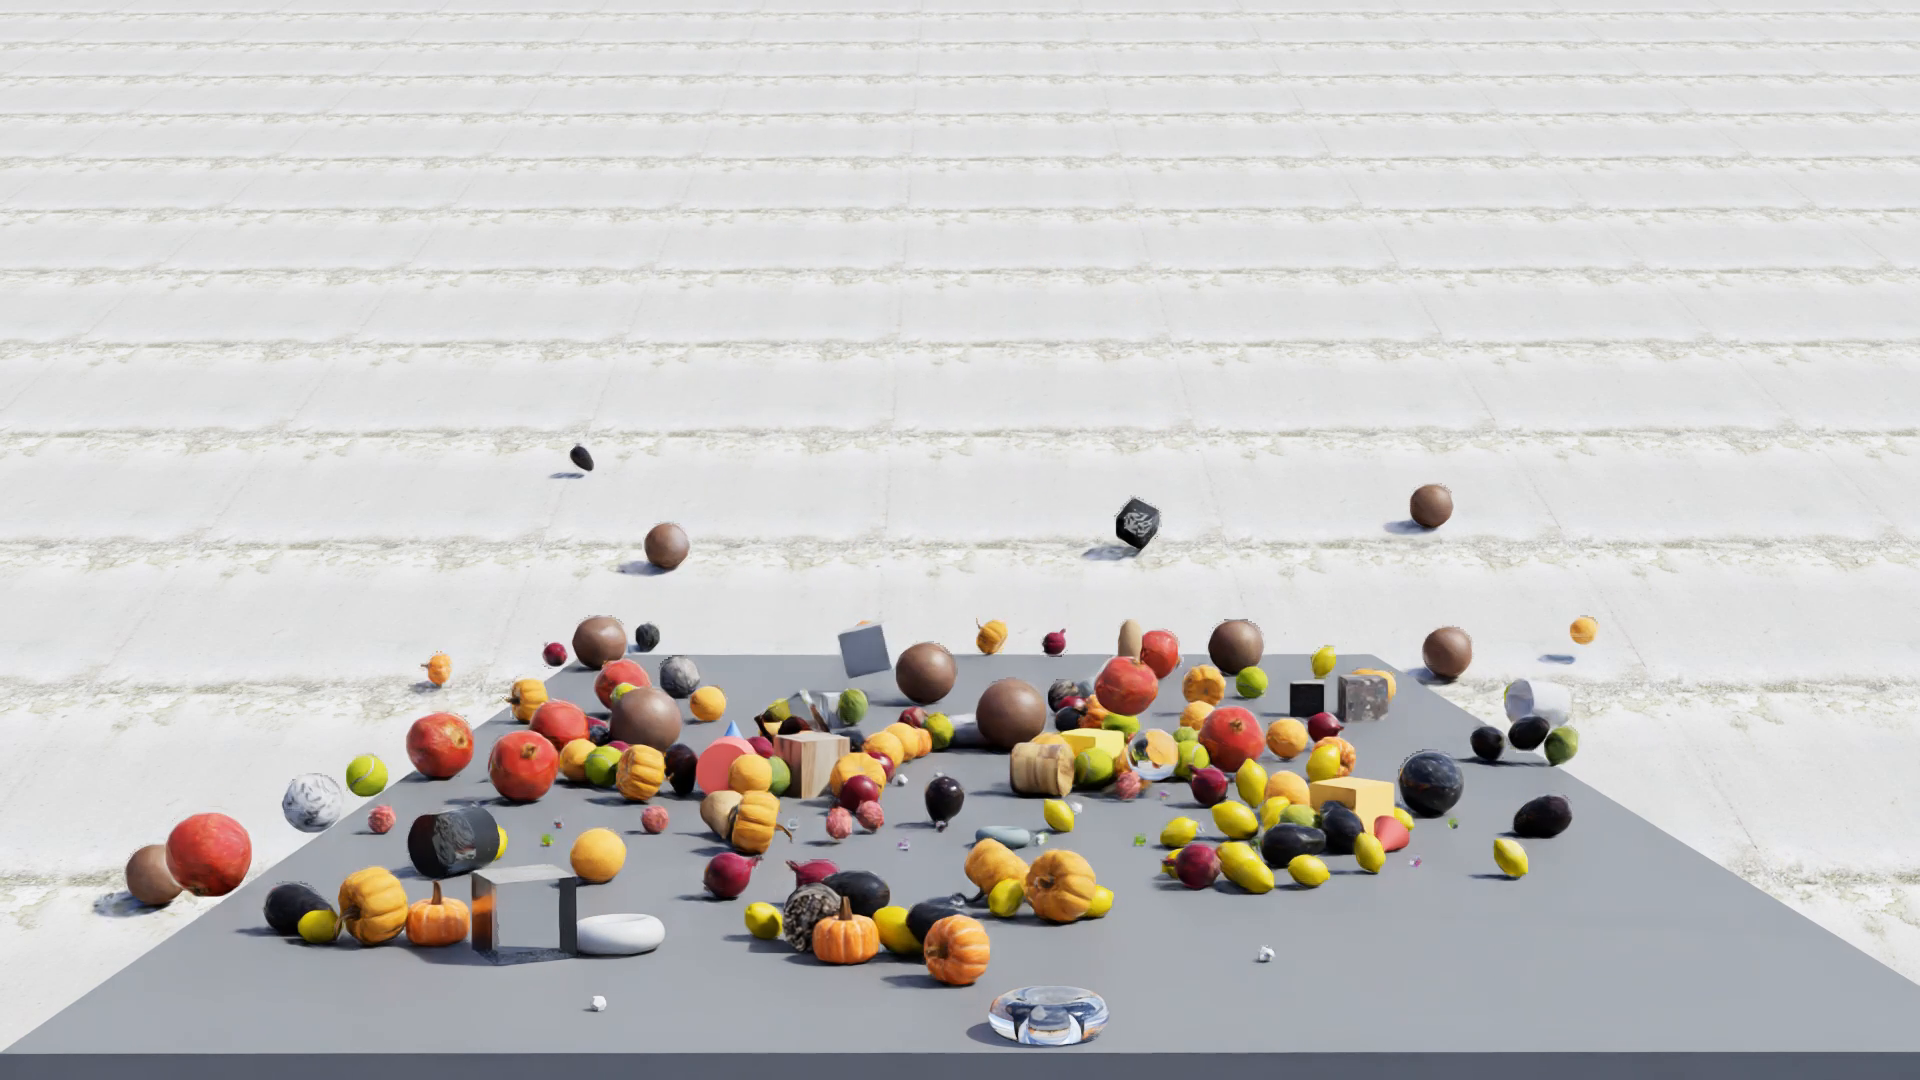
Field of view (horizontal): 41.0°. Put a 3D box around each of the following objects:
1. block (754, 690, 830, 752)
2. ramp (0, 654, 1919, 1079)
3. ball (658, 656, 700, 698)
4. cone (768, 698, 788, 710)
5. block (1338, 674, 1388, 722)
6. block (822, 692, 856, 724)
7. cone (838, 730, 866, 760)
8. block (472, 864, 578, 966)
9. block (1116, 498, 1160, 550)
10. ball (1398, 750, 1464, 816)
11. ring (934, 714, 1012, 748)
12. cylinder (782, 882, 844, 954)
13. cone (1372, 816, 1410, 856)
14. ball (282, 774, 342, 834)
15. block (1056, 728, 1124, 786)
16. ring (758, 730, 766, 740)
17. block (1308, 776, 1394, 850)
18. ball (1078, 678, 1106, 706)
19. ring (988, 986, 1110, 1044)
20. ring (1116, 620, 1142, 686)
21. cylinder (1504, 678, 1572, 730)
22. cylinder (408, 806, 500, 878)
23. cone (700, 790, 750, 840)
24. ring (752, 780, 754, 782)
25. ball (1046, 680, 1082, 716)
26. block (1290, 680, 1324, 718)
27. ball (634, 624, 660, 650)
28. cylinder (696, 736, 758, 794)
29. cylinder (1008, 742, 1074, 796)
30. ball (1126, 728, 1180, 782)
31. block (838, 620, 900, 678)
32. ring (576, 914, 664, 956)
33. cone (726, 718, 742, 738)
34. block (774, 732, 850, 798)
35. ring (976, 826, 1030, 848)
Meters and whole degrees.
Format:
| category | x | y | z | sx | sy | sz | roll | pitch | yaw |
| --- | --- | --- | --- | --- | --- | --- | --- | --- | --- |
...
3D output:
| category | x | y | z | sx | sy | sz | roll | pitch | yaw |
| --- | --- | --- | --- | --- | --- | --- | --- | --- | --- |
| block | -0.296 | 0.330 | 4.559 | 0.093 | 0.093 | 0.093 | -30 | -2 | 3 |
| ramp | 0.049 | 0.447 | 4.532 | 2.000 | 0.100 | 4.000 | 0 | 3 | 0 |
| ball | -0.609 | 0.297 | 5.578 | 0.088 | 0.088 | 0.088 | 0 | 21 | 0 |
| cone | -0.339 | 0.355 | 5.041 | 0.066 | 0.066 | 0.066 | -18 | 41 | -38 |
| block | 0.813 | 0.319 | 5.189 | 0.084 | 0.084 | 0.084 | 0 | 3 | -5 |
| block | -0.243 | 0.336 | 5.141 | 0.057 | 0.057 | 0.057 | -1 | 3 | -16 |
| cone | -0.196 | 0.380 | 4.630 | 0.055 | 0.055 | 0.055 | -2 | 38 | -5 |
| block | -0.506 | 0.434 | 2.981 | 0.095 | 0.095 | 0.095 | -2 | 4 | -28 |
| block | 0.513 | -0.047 | 7.414 | 0.090 | 0.090 | 0.090 | 28 | 57 | 21 |
| ball | 0.730 | 0.377 | 3.983 | 0.099 | 0.099 | 0.099 | 0 | 21 | 0 |
| ring | 0.025 | 0.357 | 4.821 | 0.146 | 0.049 | 0.146 | -1 | 5 | 0 |
| cylinder | -0.172 | 0.444 | 3.020 | 0.070 | 0.070 | 0.070 | -1 | 3 | -2 |
| cone | 0.600 | 0.431 | 3.652 | 0.058 | 0.058 | 0.058 | 15 | 38 | 33 |
| ball | -0.971 | 0.396 | 3.855 | 0.088 | 0.088 | 0.088 | 0 | 21 | 0 |
| block | 0.219 | 0.366 | 4.342 | 0.083 | 0.083 | 0.083 | 2 | 4 | 38 |
| ring | -0.329 | 0.363 | 4.861 | 0.105 | 0.035 | 0.105 | -1 | 3 | 0 |
| block | 0.569 | 0.396 | 3.738 | 0.087 | 0.087 | 0.087 | -3 | 4 | -42 |
| ball | 0.278 | 0.319 | 5.405 | 0.062 | 0.062 | 0.062 | 0 | 21 | 0 |
| ring | 0.090 | 0.481 | 2.605 | 0.123 | 0.041 | 0.123 | -1 | 3 | 0 |
| ring | 0.378 | 0.255 | 5.751 | 0.050 | 0.149 | 0.149 | 4 | 21 | 3 |
| cylinder | 1.131 | 0.322 | 5.028 | 0.092 | 0.092 | 0.092 | 8 | 17 | -23 |
| cylinder | -0.688 | 0.410 | 3.496 | 0.087 | 0.087 | 0.087 | 13 | 9 | 30 |
| cone | -0.347 | 0.421 | 3.789 | 0.075 | 0.075 | 0.075 | -1 | 33 | -2 |
| ring | -0.389 | 0.394 | 4.309 | 0.094 | 0.031 | 0.094 | 0 | 4 | 0 |
| ball | 0.213 | 0.323 | 5.260 | 0.071 | 0.071 | 0.071 | 0 | 21 | 0 |
| block | 0.708 | 0.324 | 5.248 | 0.069 | 0.069 | 0.069 | 0 | 3 | 6 |
| ball | -0.825 | 0.254 | 6.787 | 0.068 | 0.068 | 0.068 | 0 | 21 | 0 |
| cylinder | -0.378 | 0.370 | 4.180 | 0.093 | 0.093 | 0.093 | 0 | 3 | 1 |
| cylinder | 0.133 | 0.374 | 4.187 | 0.083 | 0.083 | 0.083 | 2 | 21 | 21 |
| ball | 0.313 | 0.348 | 4.170 | 0.086 | 0.086 | 0.086 | 0 | 21 | 0 |
| block | -0.200 | 0.238 | 5.627 | 0.100 | 0.100 | 0.100 | -13 | 3 | 9 |
| ring | -0.401 | 0.461 | 3.006 | 0.111 | 0.037 | 0.111 | -2 | 0 | 0 |
| cone | -0.404 | 0.357 | 4.575 | 0.077 | 0.077 | 0.077 | 0 | 3 | 0 |
| block | -0.243 | 0.369 | 4.220 | 0.091 | 0.091 | 0.091 | -2 | 4 | -34 |
| ring | 0.061 | 0.428 | 3.708 | 0.080 | 0.027 | 0.080 | 2 | 0 | 0 |
